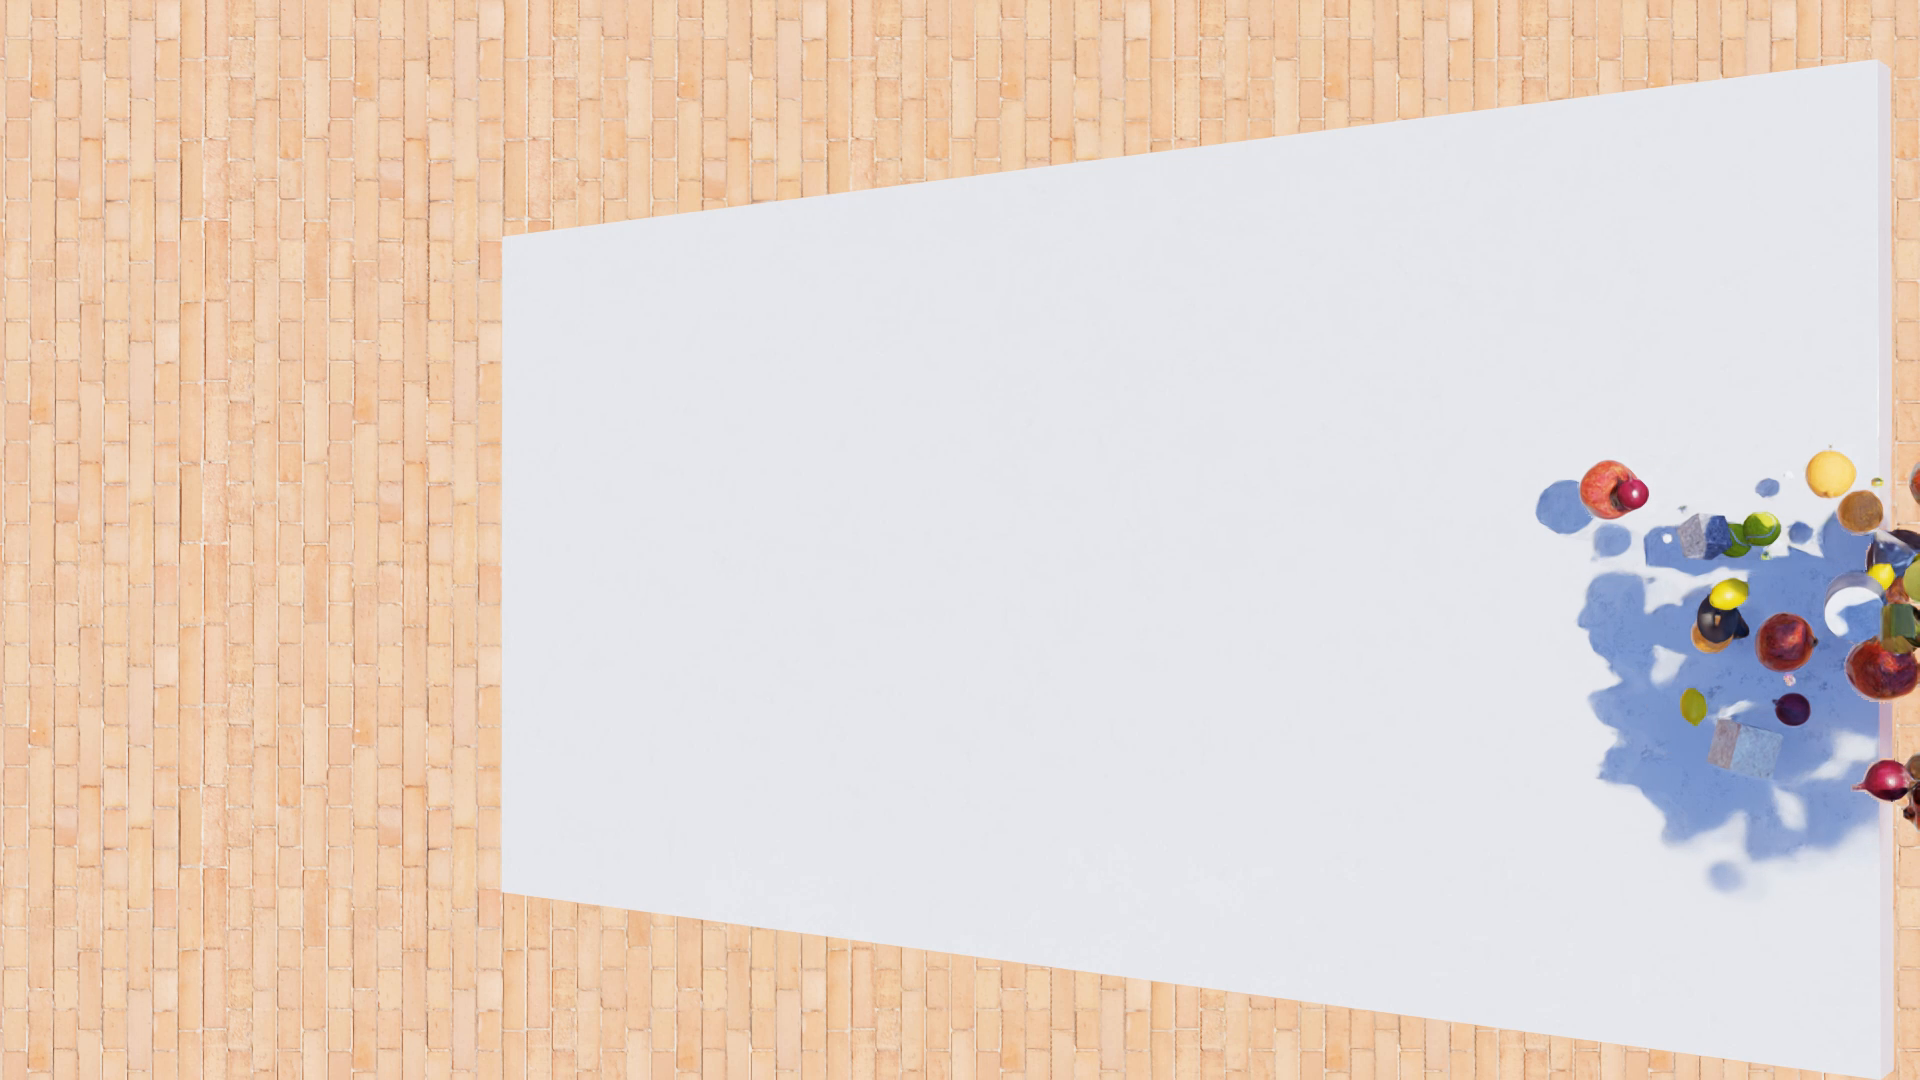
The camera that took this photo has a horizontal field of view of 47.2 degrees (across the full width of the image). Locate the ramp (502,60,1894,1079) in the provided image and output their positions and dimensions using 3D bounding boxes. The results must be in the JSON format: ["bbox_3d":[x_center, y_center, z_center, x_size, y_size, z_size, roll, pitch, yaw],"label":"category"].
[{"bbox_3d":[0.232,0.065,5.550,4.000,0.100,2.000,0,89,37],"label":"ramp"}]

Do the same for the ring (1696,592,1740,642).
[{"bbox_3d":[1.329,0.136,3.858,0.030,0.089,0.089,14,90,-30],"label":"ring"}]

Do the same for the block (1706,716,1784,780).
[{"bbox_3d":[1.446,0.384,4.052,0.086,0.086,0.086,14,93,-9],"label":"block"}]

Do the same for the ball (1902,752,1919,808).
[{"bbox_3d":[1.435,0.353,3.227,0.097,0.097,0.097,0,90,0],"label":"ball"}]

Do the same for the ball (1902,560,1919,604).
[{"bbox_3d":[1.468,0.064,3.329,0.075,0.075,0.075,0,90,0],"label":"ball"}]

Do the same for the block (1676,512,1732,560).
[{"bbox_3d":[1.460,-0.007,4.314,0.066,0.066,0.066,6,62,-21],"label":"block"}]

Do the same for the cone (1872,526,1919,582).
[{"bbox_3d":[1.669,0.010,3.963,0.092,0.092,0.092,-36,106,0],"label":"cone"}]

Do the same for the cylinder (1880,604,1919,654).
[{"bbox_3d":[1.357,0.127,3.175,0.054,0.054,0.054,11,63,0],"label":"cylinder"}]

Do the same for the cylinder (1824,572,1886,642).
[{"bbox_3d":[1.353,0.101,3.321,0.085,0.085,0.085,6,107,21],"label":"cylinder"}]
